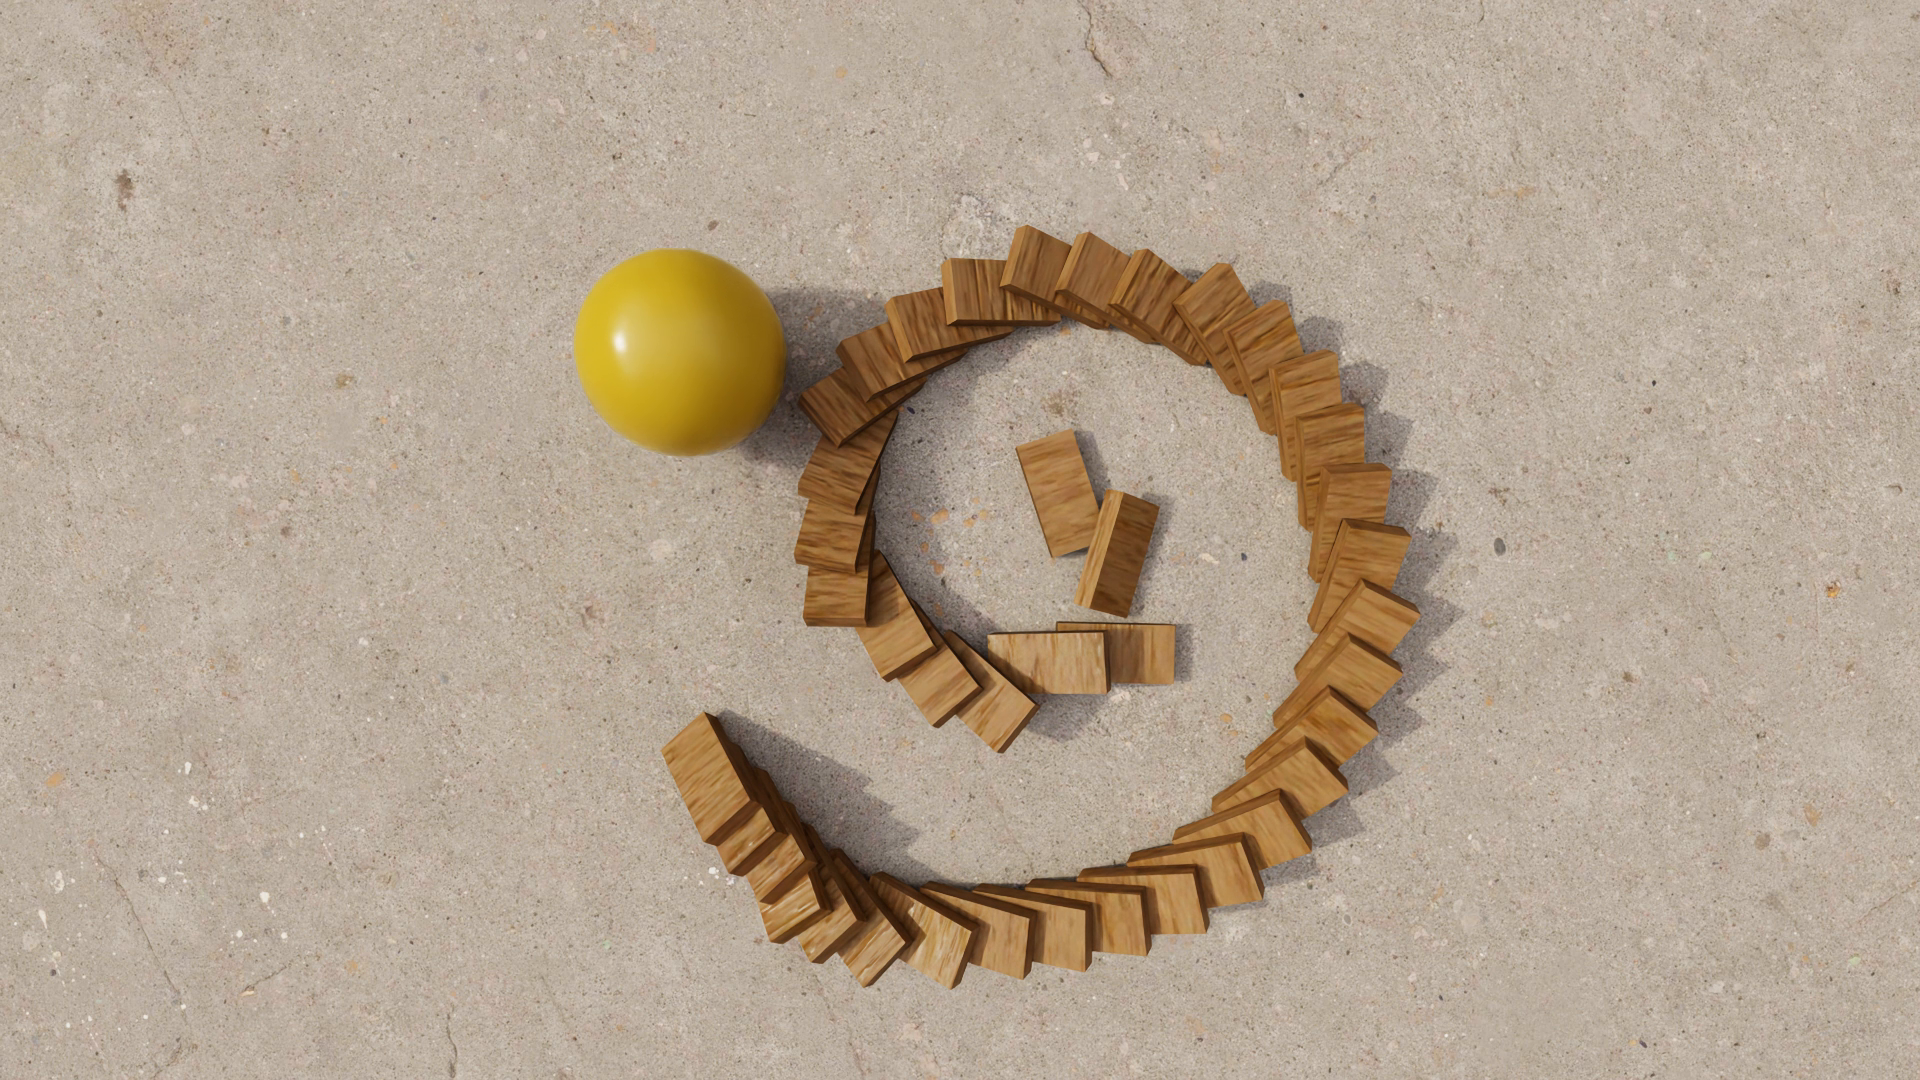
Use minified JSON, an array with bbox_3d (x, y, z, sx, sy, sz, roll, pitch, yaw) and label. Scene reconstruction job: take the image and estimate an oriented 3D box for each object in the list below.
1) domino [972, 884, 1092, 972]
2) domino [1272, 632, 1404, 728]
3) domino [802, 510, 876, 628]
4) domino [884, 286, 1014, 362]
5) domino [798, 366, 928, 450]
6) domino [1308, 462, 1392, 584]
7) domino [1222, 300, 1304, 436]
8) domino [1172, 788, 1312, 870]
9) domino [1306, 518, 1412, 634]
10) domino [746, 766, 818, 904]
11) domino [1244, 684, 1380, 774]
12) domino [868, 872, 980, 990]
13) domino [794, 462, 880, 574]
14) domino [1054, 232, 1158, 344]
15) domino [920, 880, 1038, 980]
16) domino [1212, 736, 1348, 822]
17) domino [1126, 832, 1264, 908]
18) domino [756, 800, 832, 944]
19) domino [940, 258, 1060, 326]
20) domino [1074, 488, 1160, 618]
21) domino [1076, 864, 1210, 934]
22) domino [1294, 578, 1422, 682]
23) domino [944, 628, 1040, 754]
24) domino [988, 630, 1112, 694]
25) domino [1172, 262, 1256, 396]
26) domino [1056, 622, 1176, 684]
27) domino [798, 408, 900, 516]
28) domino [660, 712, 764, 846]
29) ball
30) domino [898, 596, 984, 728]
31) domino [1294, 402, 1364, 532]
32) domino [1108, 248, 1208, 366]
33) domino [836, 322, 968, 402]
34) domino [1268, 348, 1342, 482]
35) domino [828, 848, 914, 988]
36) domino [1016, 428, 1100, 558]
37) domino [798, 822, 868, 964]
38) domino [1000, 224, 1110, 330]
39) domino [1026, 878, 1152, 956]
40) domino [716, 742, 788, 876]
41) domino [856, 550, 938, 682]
[{"bbox_3d":[0.030,0.162,0.385,0.050,0.009,0.025,0,90,25],"label":"domino"},{"bbox_3d":[0.158,0.065,0.385,0.025,0.009,0.050,31,115,0],"label":"domino"},{"bbox_3d":[-0.050,0.011,0.383,0.025,0.009,0.050,0,62,3],"label":"domino"},{"bbox_3d":[-0.004,-0.093,0.385,0.050,0.009,0.025,-20,90,-27],"label":"domino"},{"bbox_3d":[-0.040,-0.062,0.384,0.050,0.009,0.025,-40,88,-28],"label":"domino"},{"bbox_3d":[0.163,-0.007,0.385,0.025,0.009,0.050,-3,115,0],"label":"domino"},{"bbox_3d":[0.131,-0.072,0.385,0.025,0.010,0.050,-31,116,0],"label":"domino"},{"bbox_3d":[0.118,0.126,0.385,0.050,0.009,0.025,-32,90,26],"label":"domino"},{"bbox_3d":[0.167,0.017,0.385,0.025,0.009,0.050,8,116,0],"label":"domino"},{"bbox_3d":[-0.082,0.122,0.381,0.025,0.010,0.050,-42,53,0],"label":"domino"},{"bbox_3d":[0.147,0.087,0.385,0.025,0.010,0.050,38,115,0],"label":"domino"},{"bbox_3d":[-0.019,0.163,0.385,0.050,0.009,0.025,19,90,26],"label":"domino"},{"bbox_3d":[-0.051,-0.012,0.384,0.025,0.009,0.050,10,63,2],"label":"domino"},{"bbox_3d":[0.066,-0.105,0.385,0.050,0.009,0.025,22,90,-26],"label":"domino"},{"bbox_3d":[0.006,0.163,0.385,0.050,0.010,0.025,6,90,25],"label":"domino"},{"bbox_3d":[0.134,0.107,0.385,0.025,0.010,0.050,46,115,0],"label":"domino"},{"bbox_3d":[0.099,0.141,0.385,0.050,0.010,0.025,-21,90,25],"label":"domino"},{"bbox_3d":[-0.074,0.137,0.380,0.025,0.009,0.050,-35,53,5],"label":"domino"},{"bbox_3d":[0.018,-0.103,0.384,0.050,0.010,0.025,-6,90,-27],"label":"domino"},{"bbox_3d":[0.067,0.006,0.388,0.025,0.009,0.050,17,90,-40],"label":"domino"},{"bbox_3d":[0.077,0.151,0.385,0.050,0.009,0.025,-12,90,25],"label":"domino"},{"bbox_3d":[0.166,0.043,0.385,0.025,0.010,0.050,26,115,0],"label":"domino"},{"bbox_3d":[0.007,0.063,0.385,0.050,0.009,0.025,39,91,25],"label":"domino"},{"bbox_3d":[0.037,0.051,0.387,0.050,0.009,0.025,-3,90,21],"label":"domino"},{"bbox_3d":[0.113,-0.088,0.385,0.025,0.009,0.050,-42,116,0],"label":"domino"},{"bbox_3d":[0.066,0.048,0.395,0.050,0.010,0.025,1,90,0],"label":"domino"},{"bbox_3d":[-0.046,-0.037,0.385,0.025,0.010,0.050,21,63,0],"label":"domino"},{"bbox_3d":[-0.104,0.098,0.381,0.025,0.010,0.050,-42,53,0],"label":"domino"},{"bbox_3d":[-0.108,-0.073,0.360,0.080,0.080,0.080,0,90,0],"label":"ball"},{"bbox_3d":[-0.015,0.051,0.385,0.025,0.010,0.050,-40,65,1],"label":"domino"},{"bbox_3d":[0.156,-0.030,0.385,0.025,0.009,0.050,-13,115,0],"label":"domino"},{"bbox_3d":[0.088,-0.097,0.385,0.050,0.009,0.025,28,90,-26],"label":"domino"},{"bbox_3d":[-0.024,-0.079,0.384,0.050,0.009,0.025,-30,89,-27],"label":"domino"},{"bbox_3d":[0.147,-0.052,0.385,0.025,0.010,0.050,-18,115,0],"label":"domino"},{"bbox_3d":[-0.045,0.158,0.385,0.025,0.009,0.050,-47,64,0],"label":"domino"},{"bbox_3d":[0.044,-0.020,0.395,0.025,0.010,0.050,-18,90,0],"label":"domino"},{"bbox_3d":[-0.062,0.146,0.382,0.025,0.010,0.050,-42,54,0],"label":"domino"},{"bbox_3d":[0.043,-0.110,0.385,0.050,0.009,0.025,16,90,-26],"label":"domino"},{"bbox_3d":[0.054,0.158,0.385,0.050,0.010,0.025,-6,90,25],"label":"domino"},{"bbox_3d":[-0.094,0.111,0.381,0.025,0.009,0.050,-42,53,0],"label":"domino"},{"bbox_3d":[-0.032,0.031,0.385,0.025,0.010,0.050,-32,66,0],"label":"domino"}]
